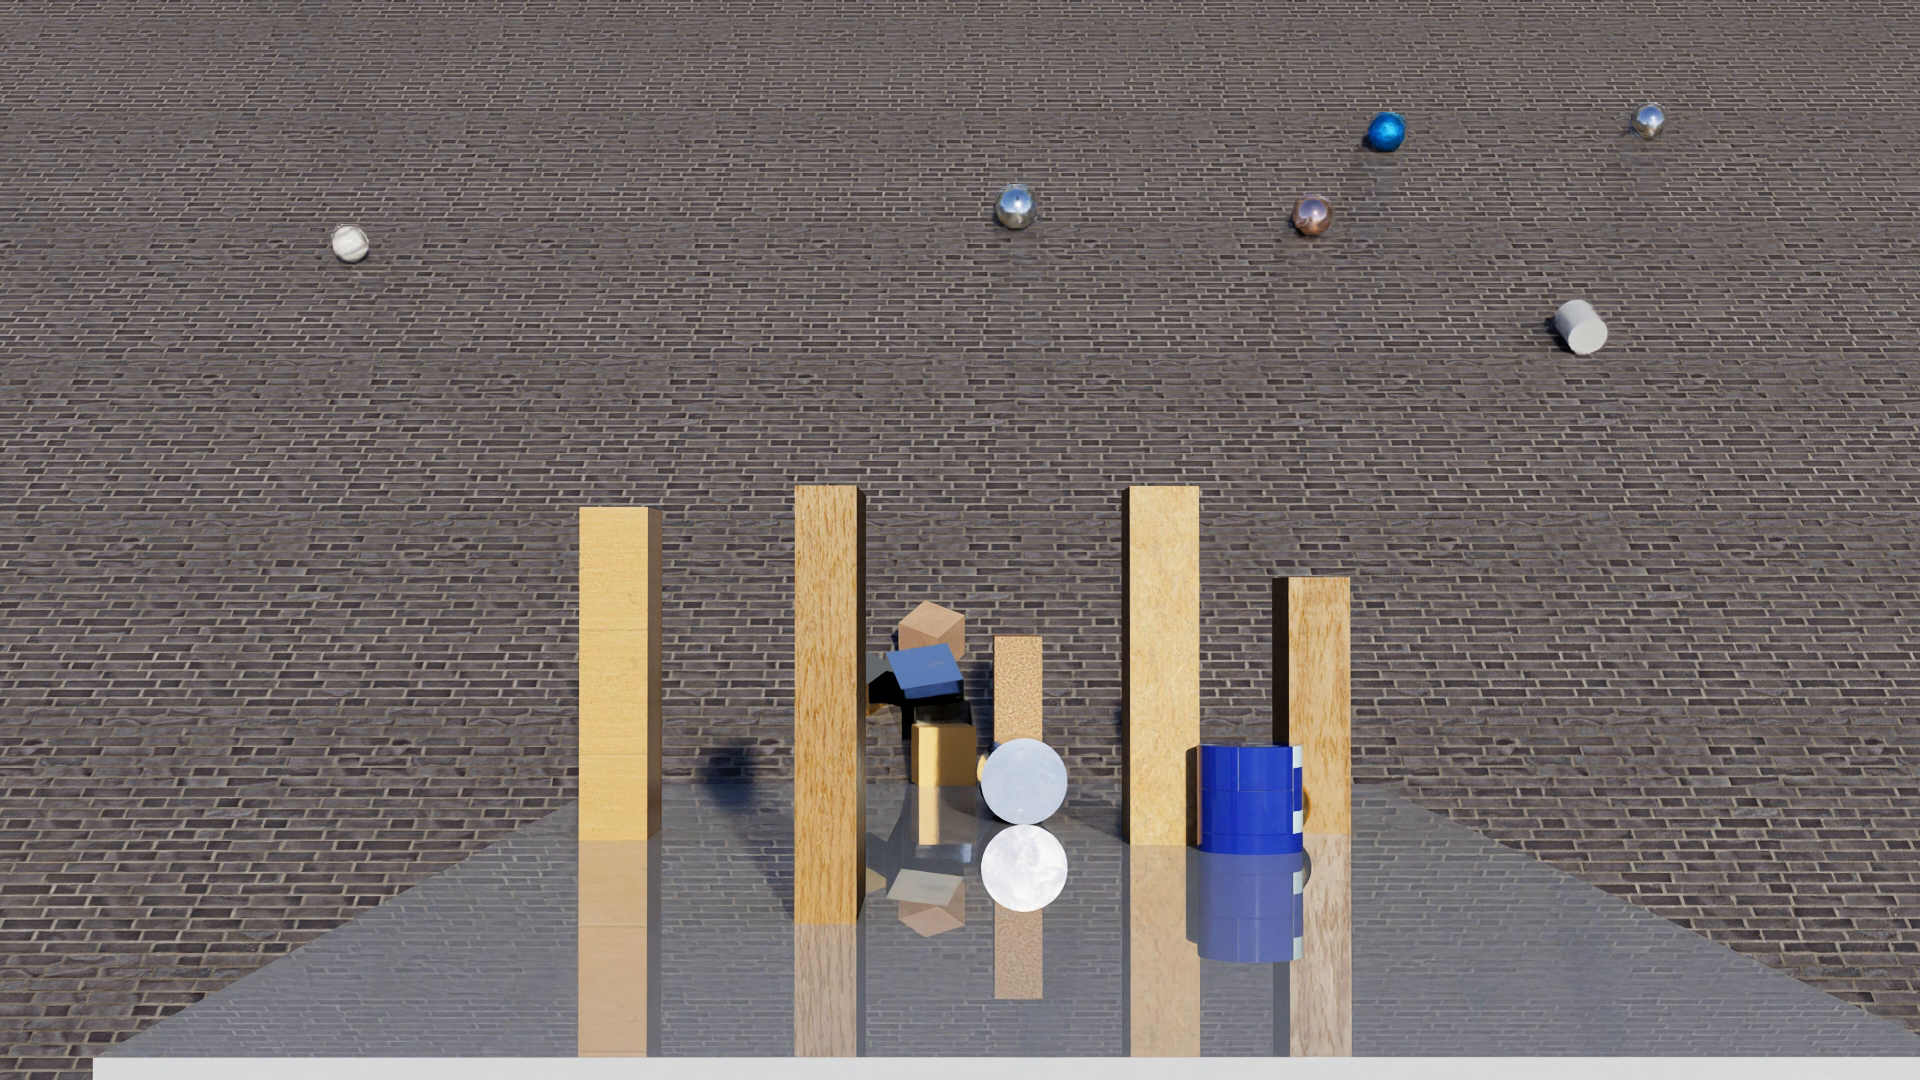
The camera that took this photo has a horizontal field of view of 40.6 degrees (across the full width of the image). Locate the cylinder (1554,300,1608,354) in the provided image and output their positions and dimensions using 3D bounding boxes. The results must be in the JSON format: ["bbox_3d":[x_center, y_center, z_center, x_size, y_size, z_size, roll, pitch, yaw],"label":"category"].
[{"bbox_3d":[2.121,-0.728,8.865,0.138,0.138,0.138,-5,34,-7],"label":"cylinder"}]

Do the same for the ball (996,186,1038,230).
[{"bbox_3d":[0.209,-1.231,9.614,0.156,0.156,0.156,0,33,0],"label":"ball"}]

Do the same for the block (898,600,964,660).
[{"bbox_3d":[-0.080,0.279,7.339,0.134,0.134,0.134,20,38,28],"label":"block"}]

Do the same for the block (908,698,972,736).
[{"bbox_3d":[-0.050,0.507,6.929,0.147,0.147,0.147,-6,0,-9],"label":"block"}]

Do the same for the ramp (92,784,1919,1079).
[{"bbox_3d":[0.074,0.644,4.768,2.000,0.100,4.000,0,-1,0],"label":"ramp"}]

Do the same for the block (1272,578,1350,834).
[{"bbox_3d":[0.744,0.345,5.509,0.127,0.530,0.288,0,-1,0],"label":"block"}]

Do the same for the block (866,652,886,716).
[{"bbox_3d":[-0.260,0.396,7.181,0.113,0.113,0.113,23,40,31],"label":"block"}]

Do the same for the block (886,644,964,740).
[{"bbox_3d":[-0.097,0.415,7.097,0.174,0.174,0.174,-8,34,-13],"label":"block"}]

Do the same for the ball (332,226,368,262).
[{"bbox_3d":[-2.207,-1.071,9.393,0.130,0.130,0.130,0,33,0],"label":"ball"}]

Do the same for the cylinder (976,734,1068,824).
[{"bbox_3d":[0.134,0.521,5.662,0.186,0.186,0.186,-2,-1,-3],"label":"cylinder"}]

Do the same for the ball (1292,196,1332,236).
[{"bbox_3d":[1.300,-1.195,9.568,0.145,0.145,0.145,0,33,0],"label":"ball"}]

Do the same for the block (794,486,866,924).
[{"bbox_3d":[-0.202,0.251,4.093,0.093,0.658,0.394,0,-1,0],"label":"block"}]

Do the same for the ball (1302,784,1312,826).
[{"bbox_3d":[0.655,0.543,5.303,0.126,0.126,0.126,0,33,0],"label":"ball"}]

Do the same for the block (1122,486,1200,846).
[{"bbox_3d":[0.404,0.250,5.258,0.137,0.708,0.267,0,-1,0],"label":"block"}]

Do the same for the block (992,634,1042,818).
[{"bbox_3d":[0.130,0.418,5.906,0.106,0.401,0.294,0,-1,0],"label":"block"}]

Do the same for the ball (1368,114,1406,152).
[{"bbox_3d":[1.675,-1.598,10.181,0.144,0.144,0.144,0,33,0],"label":"ball"}]

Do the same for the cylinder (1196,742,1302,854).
[{"bbox_3d":[0.561,0.498,5.026,0.204,0.204,0.204,0,-1,0],"label":"cylinder"}]

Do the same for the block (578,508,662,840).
[{"bbox_3d":[-0.699,0.272,5.354,0.137,0.671,0.254,0,-1,0],"label":"block"}]

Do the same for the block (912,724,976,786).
[{"bbox_3d":[-0.043,0.561,6.780,0.150,0.150,0.150,0,0,-9],"label":"block"}]

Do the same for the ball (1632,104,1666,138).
[{"bbox_3d":[2.734,-1.659,10.284,0.132,0.132,0.132,0,33,0],"label":"ball"}]
